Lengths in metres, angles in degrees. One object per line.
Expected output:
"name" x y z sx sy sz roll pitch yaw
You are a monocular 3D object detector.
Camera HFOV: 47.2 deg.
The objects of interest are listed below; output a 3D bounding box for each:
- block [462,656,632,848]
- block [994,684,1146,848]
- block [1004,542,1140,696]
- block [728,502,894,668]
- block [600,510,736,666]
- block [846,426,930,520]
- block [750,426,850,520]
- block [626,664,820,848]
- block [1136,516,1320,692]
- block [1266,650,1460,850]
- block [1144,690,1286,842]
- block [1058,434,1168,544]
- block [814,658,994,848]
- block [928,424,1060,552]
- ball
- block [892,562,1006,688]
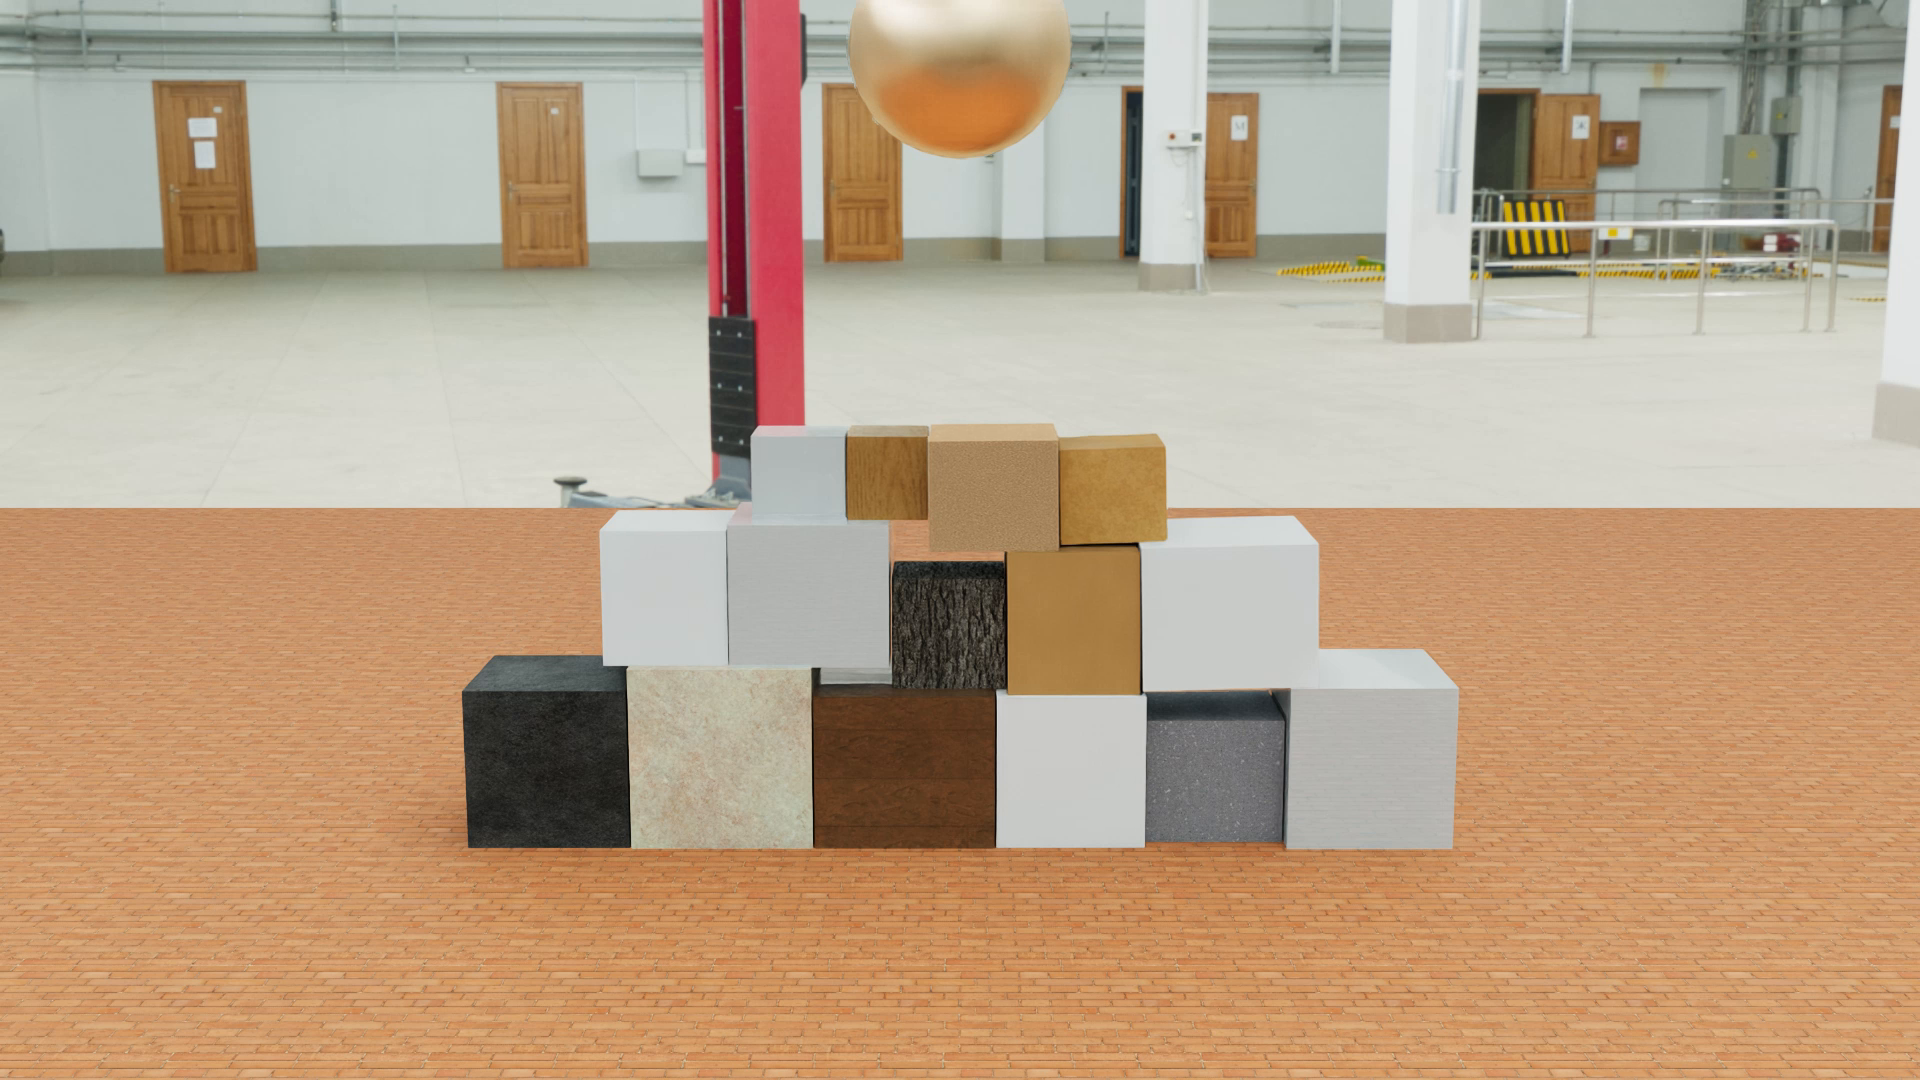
"block" -2.065 1.080 11.363 0.812 0.810 0.780 0 10 0
"block" 0.555 1.091 11.385 0.745 0.778 0.813 0 10 0
"block" 0.564 0.356 11.231 0.659 0.723 0.683 0 10 0
"block" -0.748 0.217 11.212 0.794 0.717 0.713 0 10 0
"block" -1.467 0.236 11.204 0.622 0.682 0.618 0 10 0
"block" -0.359 -0.344 11.125 0.402 0.419 0.434 0 10 0
"block" -0.801 -0.344 11.123 0.471 0.419 0.409 0 10 0
"block" -1.194 1.023 11.364 0.911 0.922 0.820 0 10 0
"block" 1.334 0.311 11.248 0.869 0.721 0.828 -1 10 0
"block" 2.056 1.066 11.383 0.831 0.829 0.860 0 10 0
"block" 1.285 1.164 11.392 0.691 0.635 0.622 0 10 0
"block" 0.760 -0.262 11.147 0.531 0.475 0.489 -2 10 0
"block" -0.278 1.089 11.388 0.902 0.783 0.848 0 10 0
"block" 0.166 -0.274 11.148 0.643 0.550 0.662 -1 10 0
"ball" 0.000 -3.544 15.775 1.600 1.600 1.600 0 10 0
"block" -0.056 0.429 11.260 0.571 0.561 0.486 0 10 0
